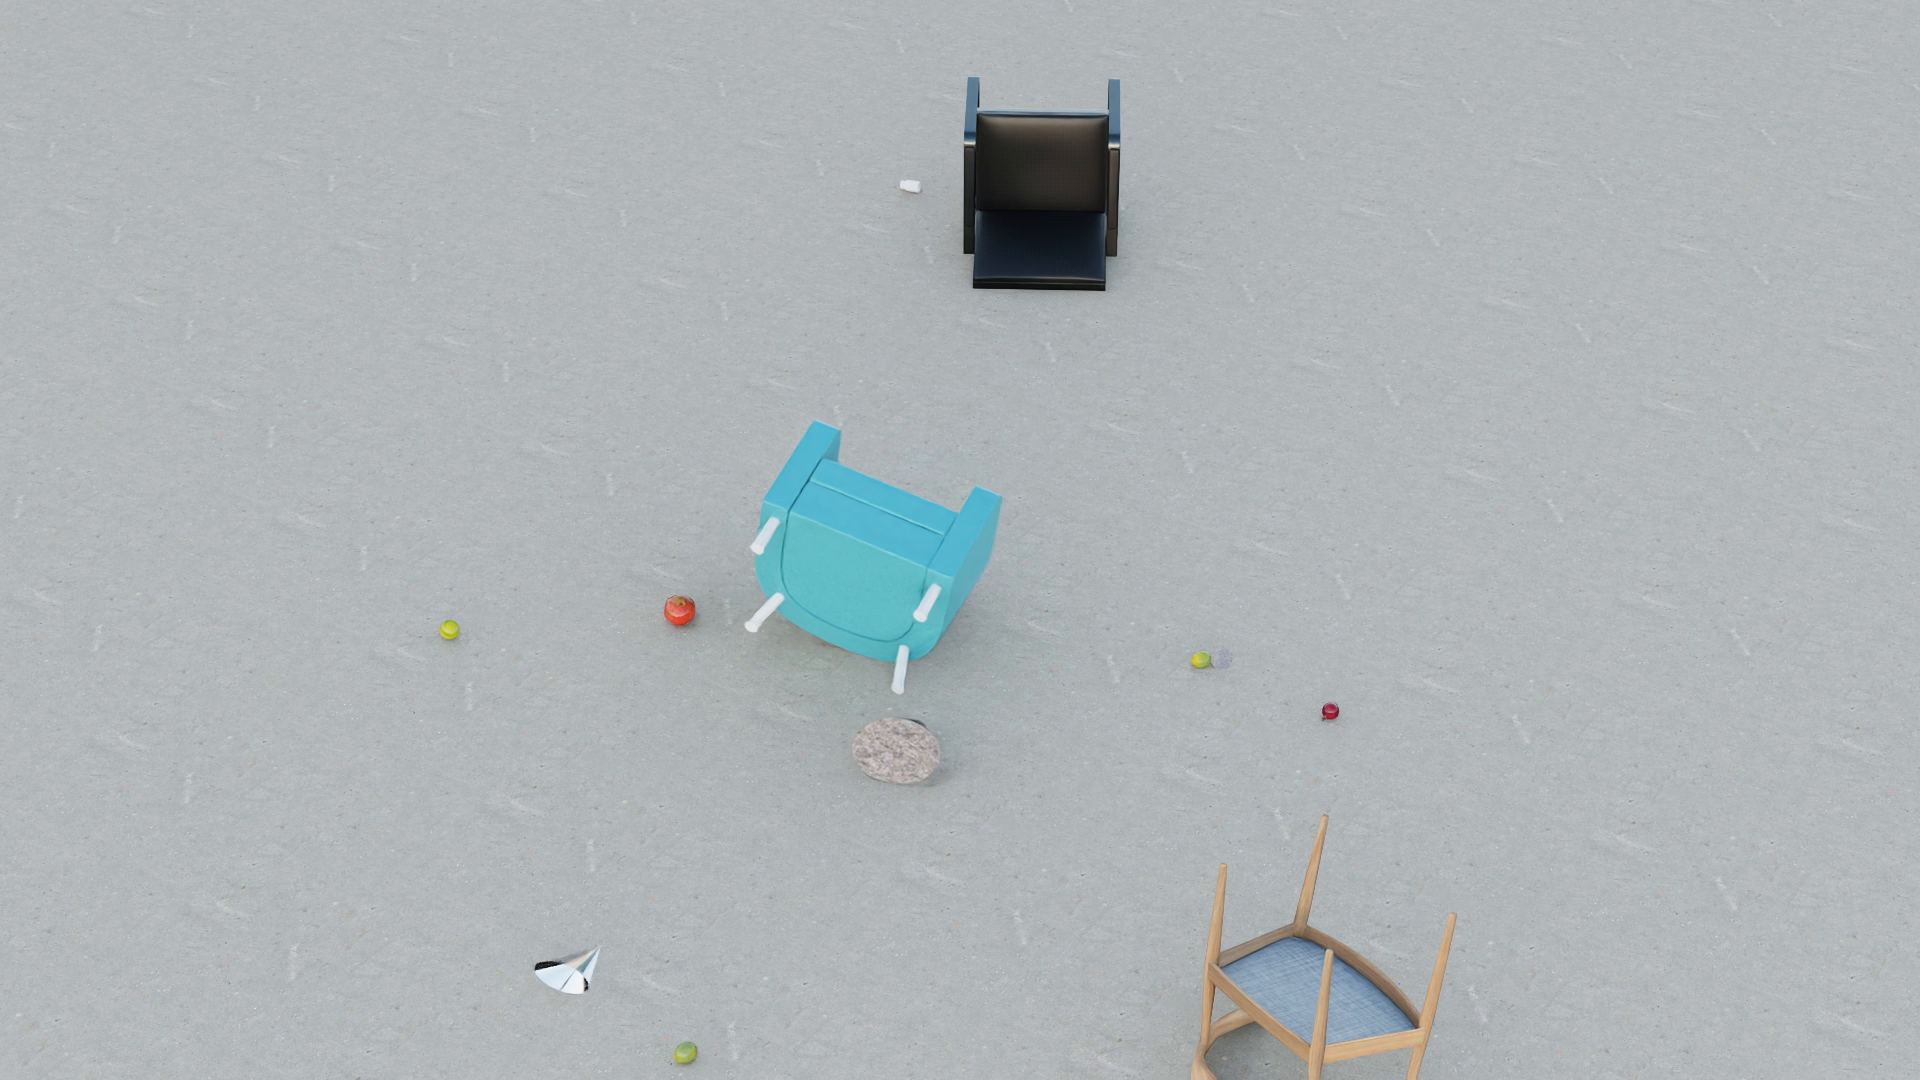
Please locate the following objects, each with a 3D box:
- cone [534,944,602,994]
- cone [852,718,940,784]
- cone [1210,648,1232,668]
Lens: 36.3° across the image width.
[{"bbox_3d":[-1.155,1.285,8.952,0.193,0.095,0.228,14,24,22],"label":"cone"},{"bbox_3d":[-0.170,0.658,9.847,0.300,0.229,0.341,1,14,13],"label":"cone"},{"bbox_3d":[0.911,0.412,10.292,0.080,0.067,0.063,-14,7,-9],"label":"cone"}]
